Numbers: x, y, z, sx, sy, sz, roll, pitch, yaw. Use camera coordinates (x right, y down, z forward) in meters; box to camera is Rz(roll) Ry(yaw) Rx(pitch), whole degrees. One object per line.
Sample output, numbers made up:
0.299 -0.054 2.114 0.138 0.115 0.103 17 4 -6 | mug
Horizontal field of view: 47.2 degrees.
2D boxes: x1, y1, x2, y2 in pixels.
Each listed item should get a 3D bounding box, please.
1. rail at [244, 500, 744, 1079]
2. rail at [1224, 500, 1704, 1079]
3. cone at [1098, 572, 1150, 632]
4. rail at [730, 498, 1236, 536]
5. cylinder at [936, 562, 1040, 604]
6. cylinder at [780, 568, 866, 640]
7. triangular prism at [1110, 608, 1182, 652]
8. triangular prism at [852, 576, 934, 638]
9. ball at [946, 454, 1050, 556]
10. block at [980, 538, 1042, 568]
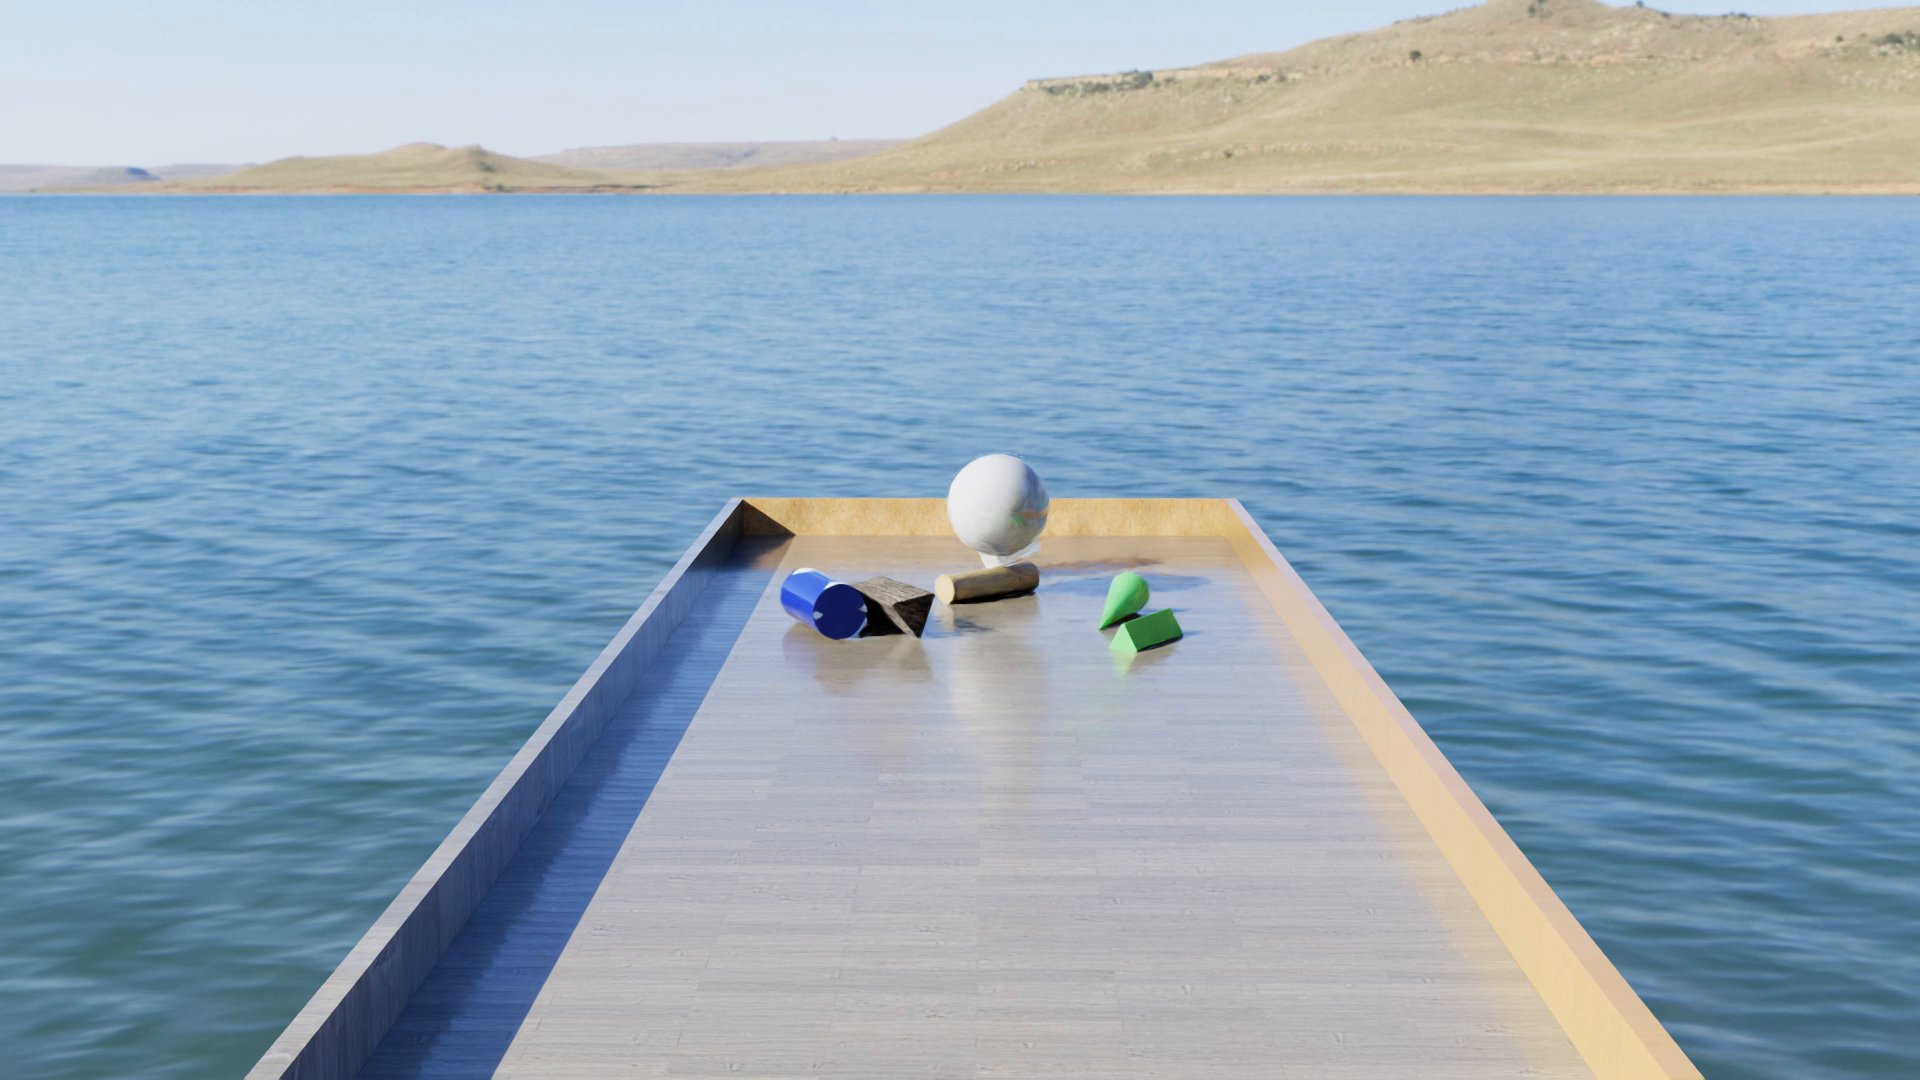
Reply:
-1.004 0.839 3.234 0.050 0.150 12.000 0 9 1 | rail
1.046 0.843 3.208 0.050 0.150 12.000 0 9 1 | rail
0.512 0.237 7.295 0.140 0.140 0.366 3 21 21 | cone
0.099 -0.098 9.147 2.100 0.150 0.050 0 9 1 | rail
0.098 0.150 7.738 0.402 0.102 0.102 -8 12 -40 | cylinder
-0.447 0.204 7.153 0.179 0.179 0.337 -4 10 -22 | cylinder
0.591 0.280 6.962 0.096 0.083 0.309 5 11 33 | triangular prism
-0.214 0.192 7.160 0.132 0.152 0.356 -45 26 -16 | triangular prism
0.134 -0.122 7.734 0.360 0.360 0.360 0 9 0 | ball
0.135 -0.089 8.178 0.174 0.365 0.174 -21 -4 -17 | block
